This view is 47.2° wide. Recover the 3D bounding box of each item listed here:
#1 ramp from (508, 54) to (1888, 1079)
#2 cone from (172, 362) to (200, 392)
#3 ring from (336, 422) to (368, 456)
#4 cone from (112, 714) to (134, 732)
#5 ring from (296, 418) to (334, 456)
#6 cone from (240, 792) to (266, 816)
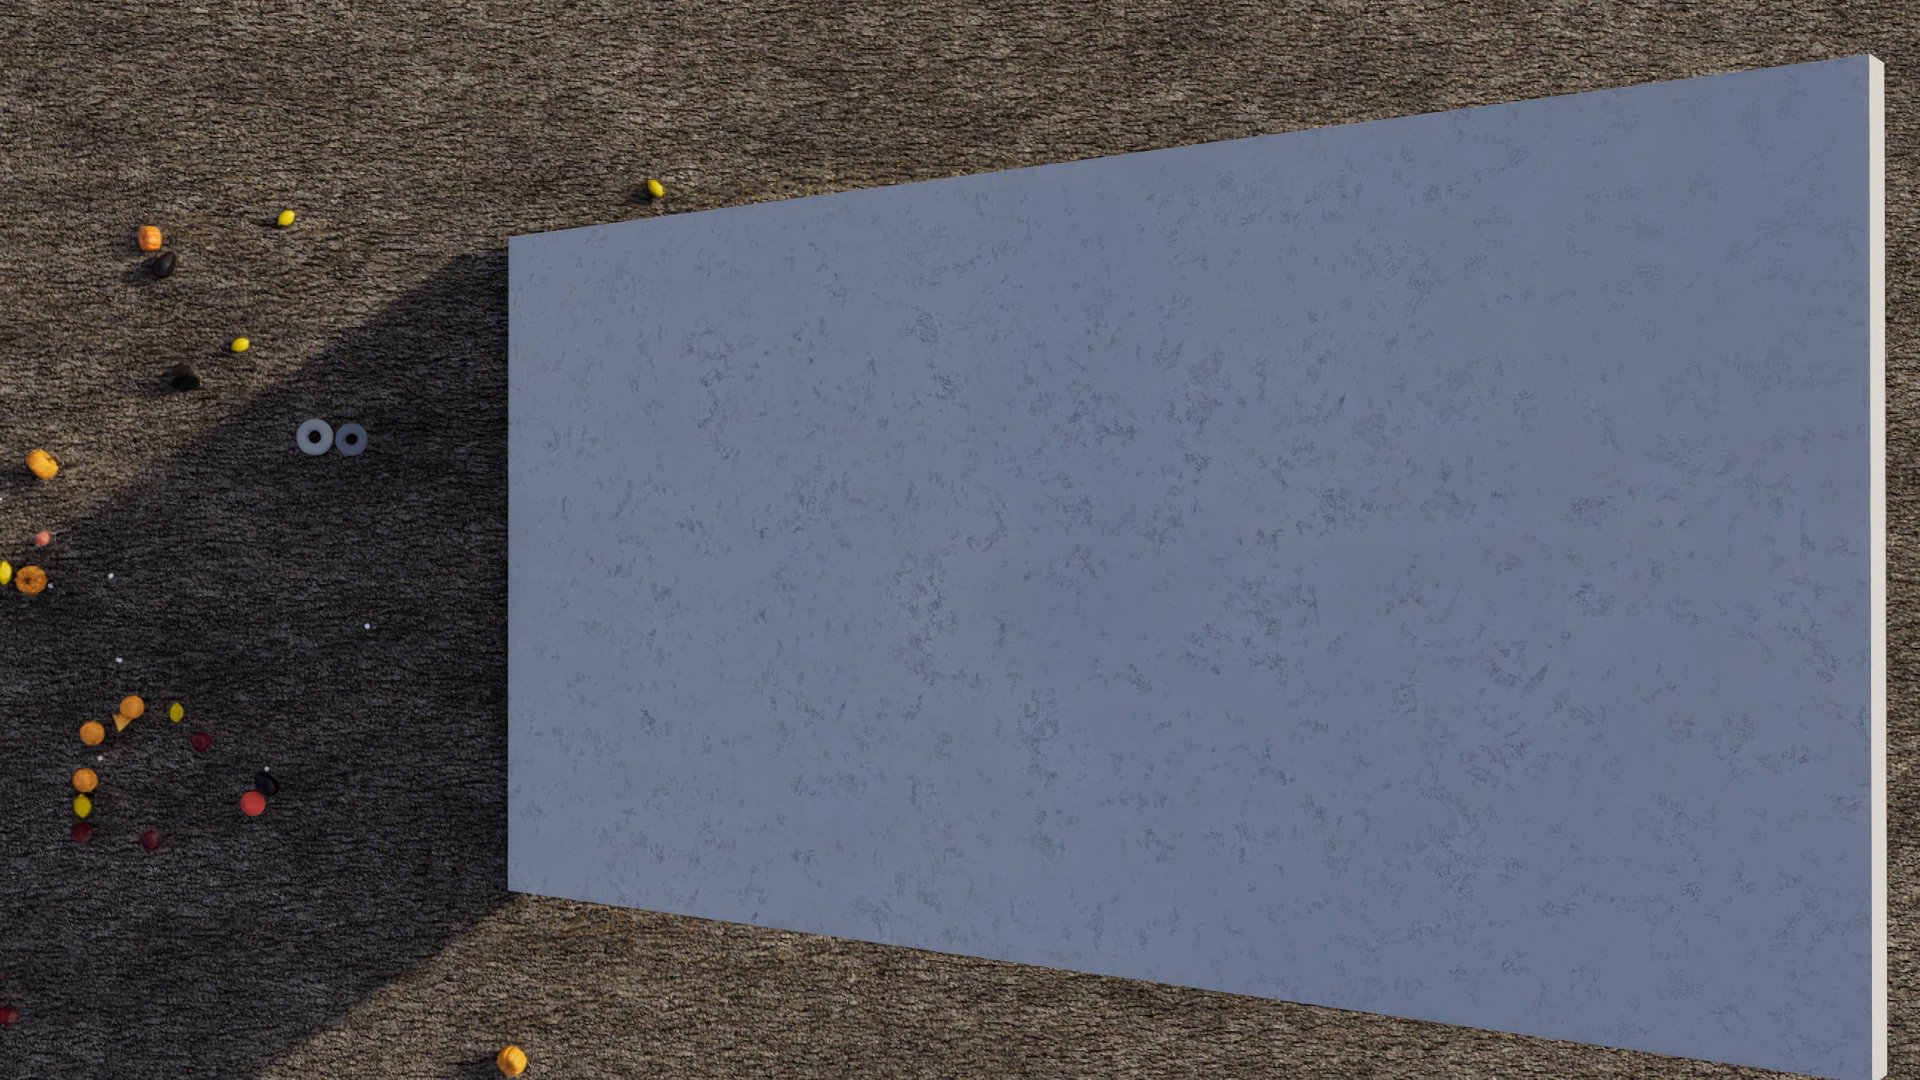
[{"bbox_3d":[0.224,0.064,5.540,4.000,0.100,2.000,0,90,38],"label":"ramp"},{"bbox_3d":[-2.401,-0.517,6.796,0.083,0.083,0.083,-20,63,0],"label":"cone"},{"bbox_3d":[-1.880,-0.311,6.797,0.103,0.034,0.103,0,89,-1],"label":"ring"},{"bbox_3d":[-2.578,0.554,6.794,0.063,0.063,0.063,-21,90,-27],"label":"cone"},{"bbox_3d":[-1.993,-0.318,6.795,0.115,0.038,0.115,0,91,0],"label":"ring"},{"bbox_3d":[-2.188,0.815,6.768,0.077,0.077,0.077,0,90,0],"label":"cone"}]
